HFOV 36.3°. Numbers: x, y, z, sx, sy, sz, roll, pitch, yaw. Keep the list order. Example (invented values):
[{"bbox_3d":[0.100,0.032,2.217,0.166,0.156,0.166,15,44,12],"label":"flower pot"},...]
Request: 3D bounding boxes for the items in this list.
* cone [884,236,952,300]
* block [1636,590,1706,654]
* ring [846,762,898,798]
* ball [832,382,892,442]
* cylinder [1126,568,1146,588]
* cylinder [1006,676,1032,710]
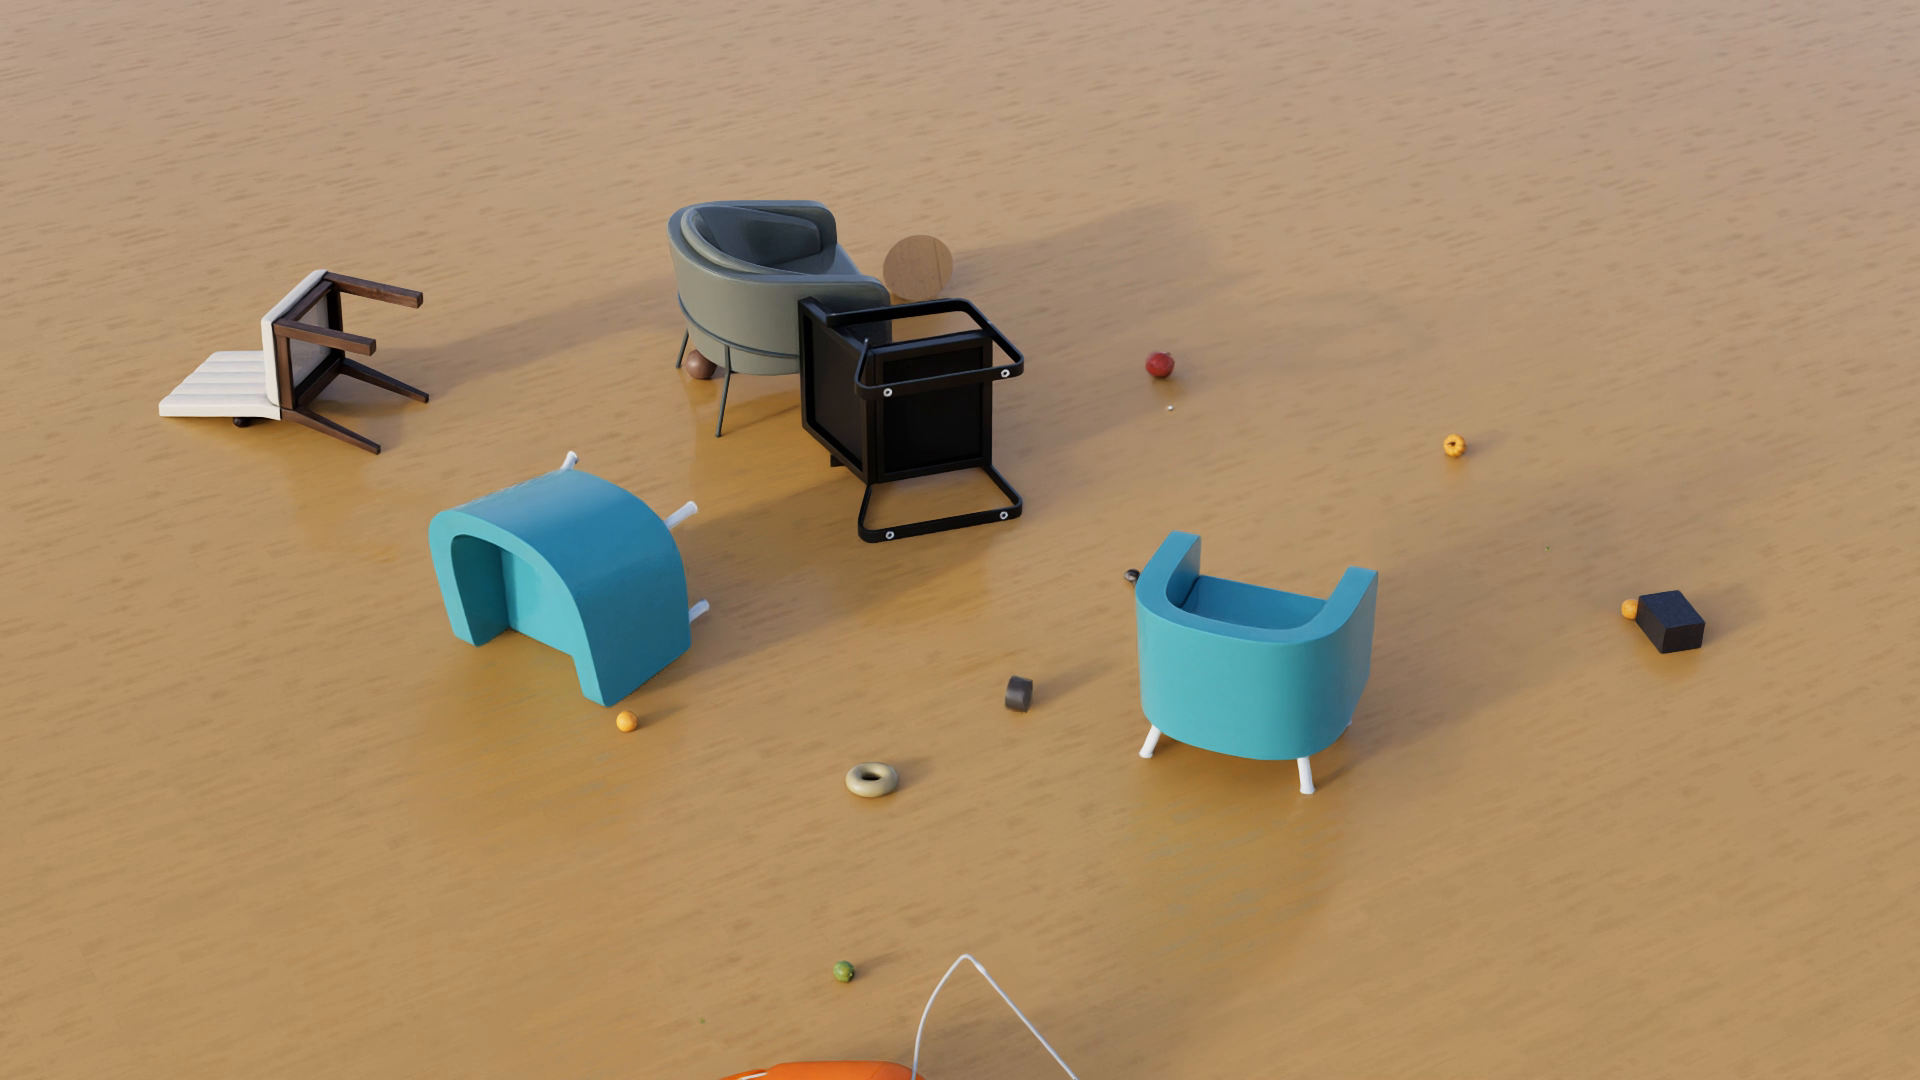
[{"bbox_3d":[-0.241,-1.187,12.628,0.320,0.276,0.348,-14,14,-19],"label":"cone"},{"bbox_3d":[2.519,0.290,10.403,0.153,0.111,0.209,-8,34,-12],"label":"block"},{"bbox_3d":[-0.291,0.792,9.692,0.176,0.057,0.156,-5,33,-9],"label":"ring"},{"bbox_3d":[-0.385,-0.500,11.491,0.234,0.234,0.234,0,33,0],"label":"ball"},{"bbox_3d":[0.641,0.140,10.698,0.071,0.037,0.059,51,30,13],"label":"cylinder"},{"bbox_3d":[0.202,0.525,10.046,0.063,0.111,0.113,10,-5,15],"label":"cylinder"}]
